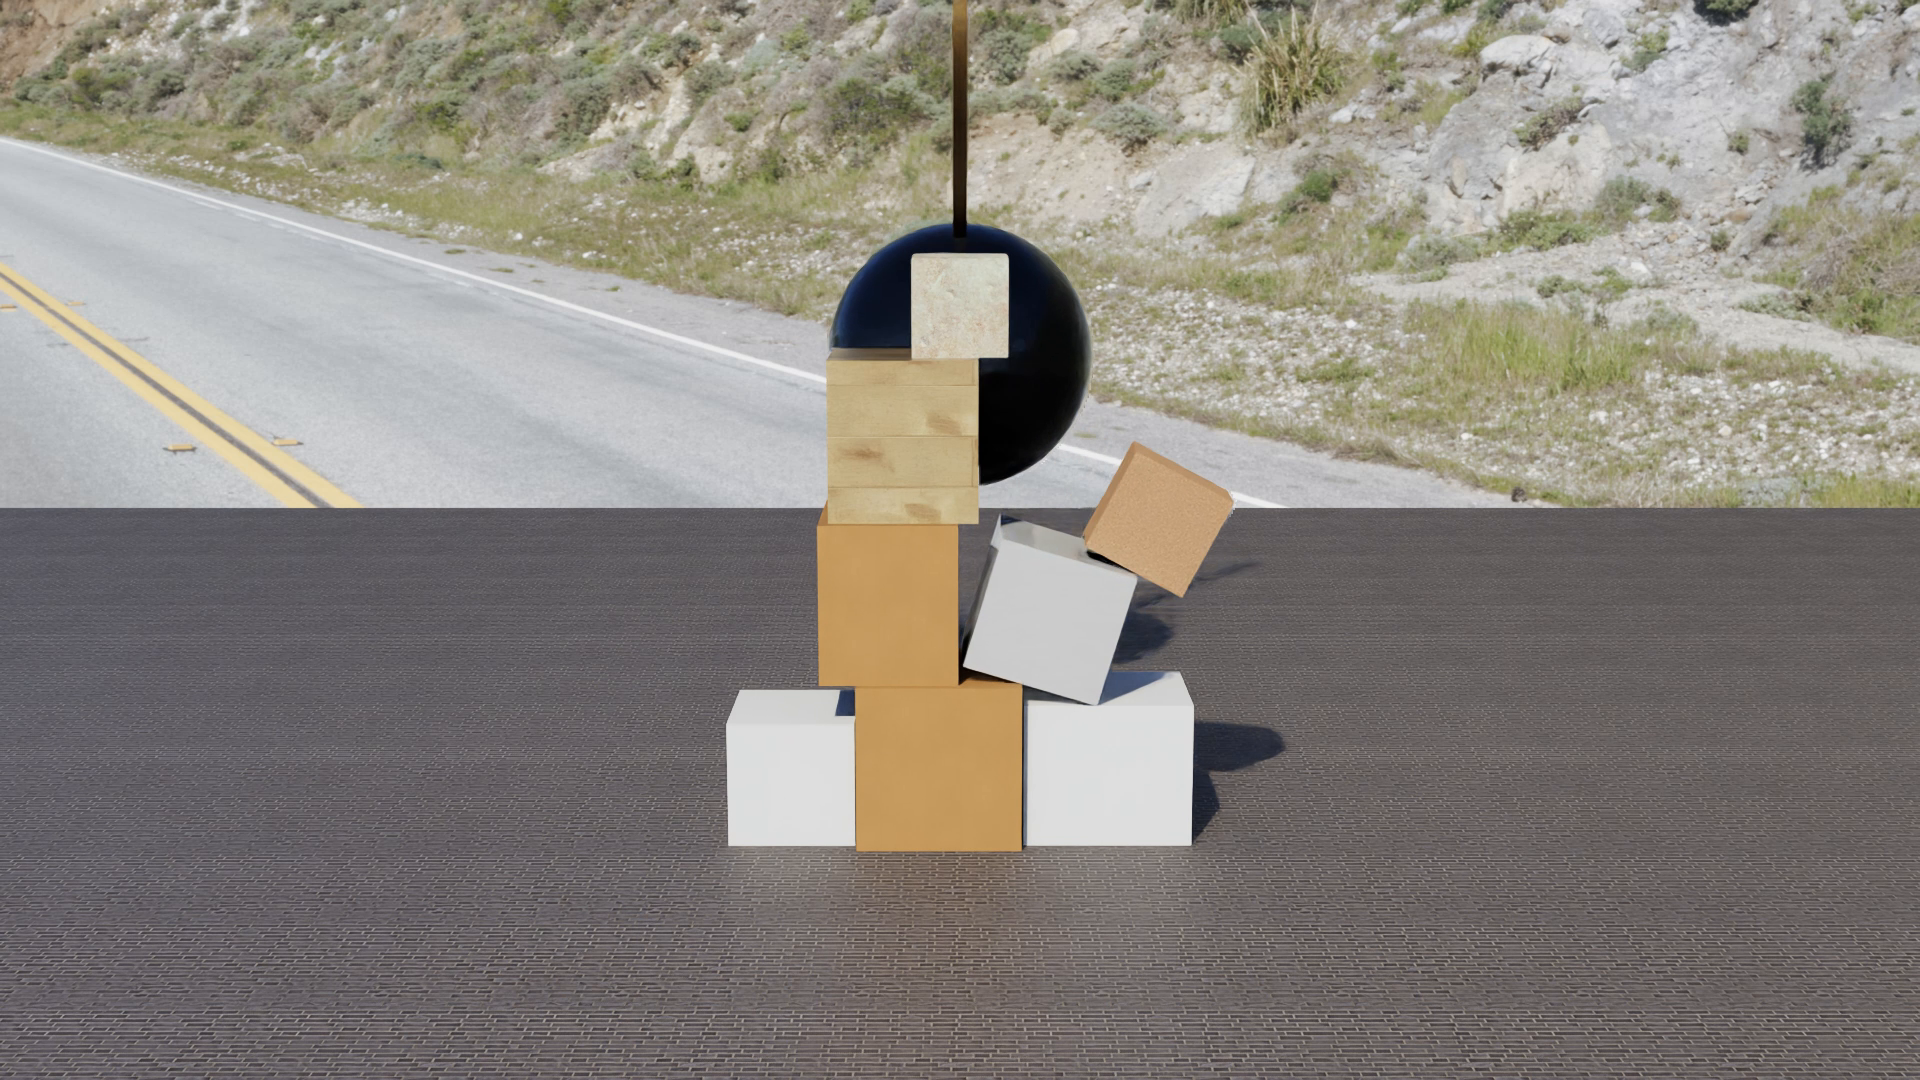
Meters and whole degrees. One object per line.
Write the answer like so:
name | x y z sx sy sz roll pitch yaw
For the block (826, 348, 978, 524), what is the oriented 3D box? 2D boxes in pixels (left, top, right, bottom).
block | -0.280 -0.534 11.078 0.742 0.804 0.652 0 10 0

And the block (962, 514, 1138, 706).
block | 0.446 0.346 11.247 0.698 0.675 0.730 17 10 -3

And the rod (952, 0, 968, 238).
rod | 0.000 -3.974 11.469 0.080 5.200 0.080 0 33 0

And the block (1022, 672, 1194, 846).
block | 0.742 1.119 11.385 0.849 0.724 0.727 0 10 0

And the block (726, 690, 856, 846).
block | -0.847 1.168 11.374 0.639 0.632 0.698 0 10 0

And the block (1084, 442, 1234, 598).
block | 1.001 -0.112 11.158 0.549 0.541 0.473 28 9 -2

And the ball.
ball | 0.000 -1.115 13.310 1.600 1.600 1.600 0 10 0

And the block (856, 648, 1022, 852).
block | -0.105 1.066 11.360 0.825 0.837 0.884 0 10 0

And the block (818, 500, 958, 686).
block | -0.354 0.256 11.231 0.692 0.804 0.805 0 10 0

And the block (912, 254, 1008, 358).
block | 0.000 -1.173 10.985 0.474 0.488 0.450 0 10 0
